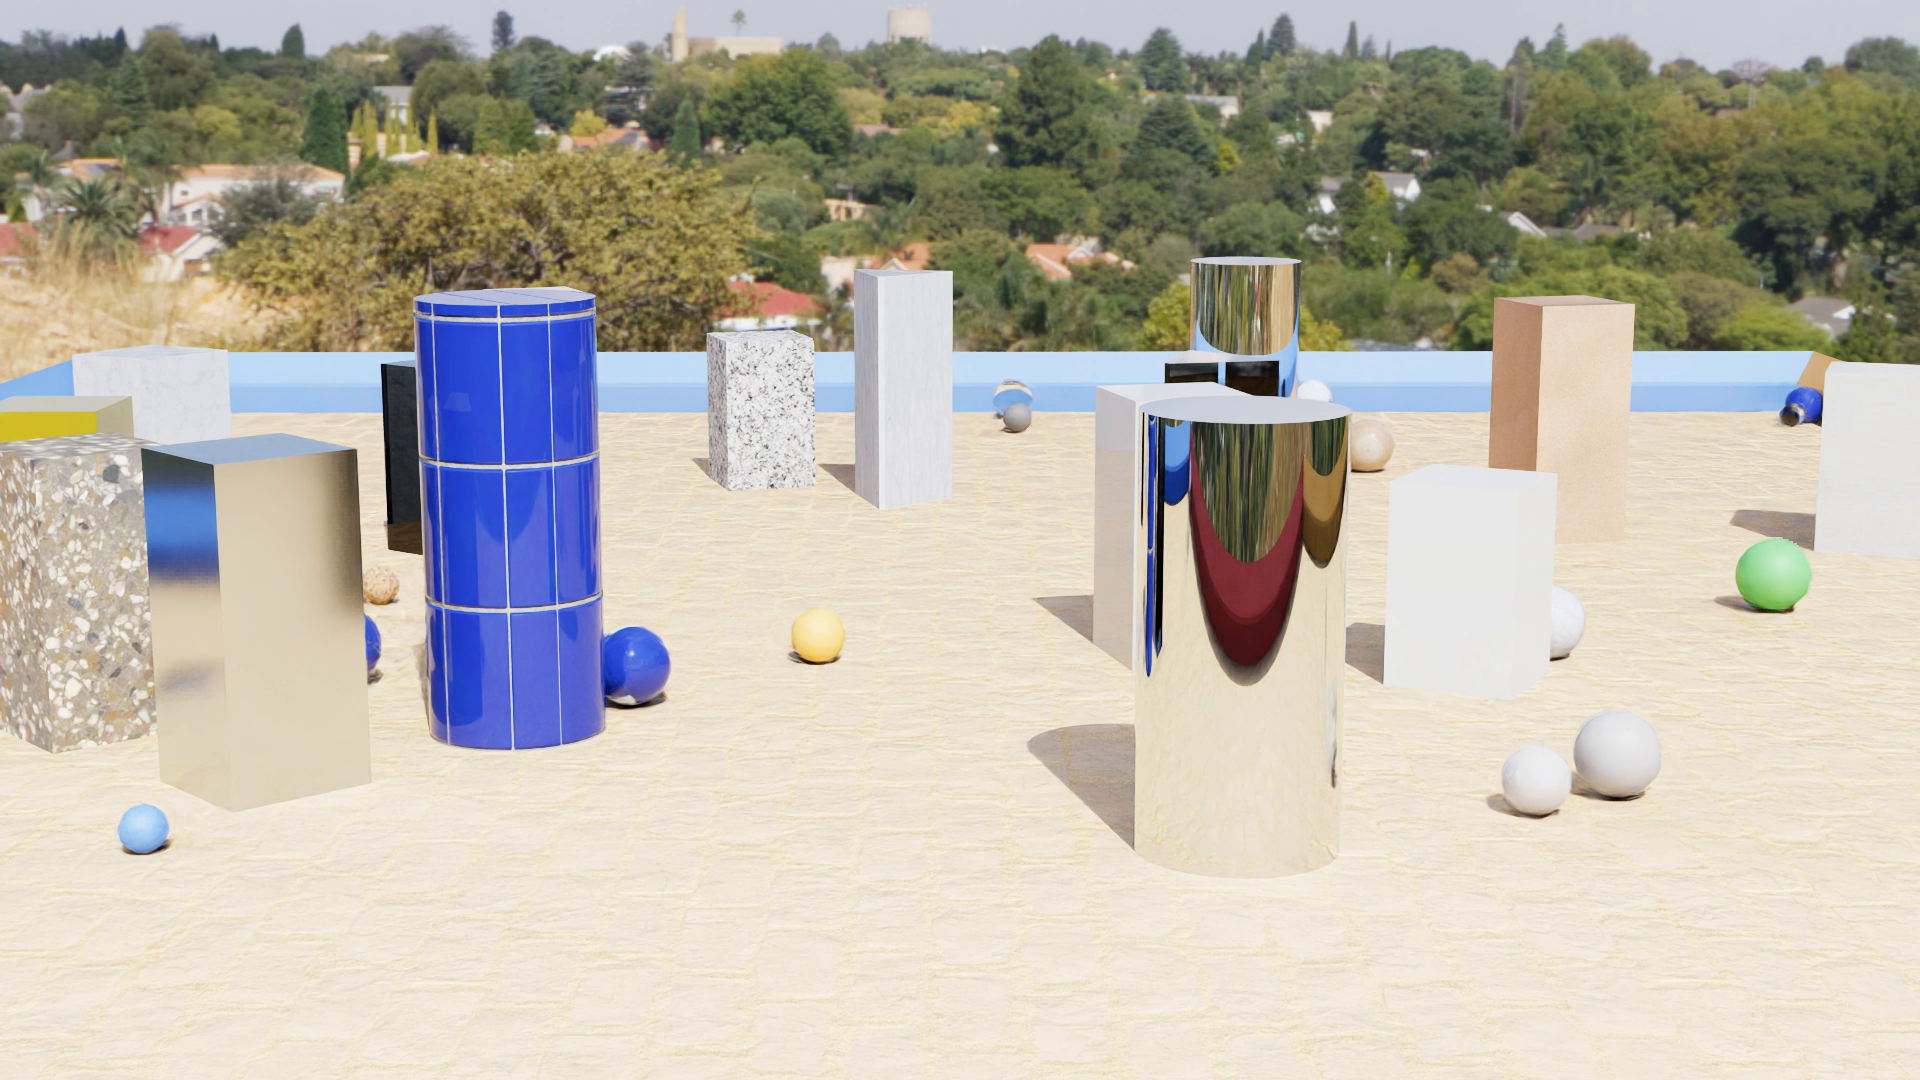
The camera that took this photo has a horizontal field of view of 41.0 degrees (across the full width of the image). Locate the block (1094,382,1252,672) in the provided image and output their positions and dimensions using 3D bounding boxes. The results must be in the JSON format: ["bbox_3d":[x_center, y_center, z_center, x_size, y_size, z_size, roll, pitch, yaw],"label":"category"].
[{"bbox_3d":[0.264,-0.020,3.177,0.155,0.330,0.155,-3,11,-15],"label":"block"}]

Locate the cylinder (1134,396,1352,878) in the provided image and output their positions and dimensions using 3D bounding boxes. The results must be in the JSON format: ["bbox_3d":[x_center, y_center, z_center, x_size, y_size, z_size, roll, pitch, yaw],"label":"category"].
[{"bbox_3d":[0.260,0.085,2.379,0.194,0.416,0.194,0,11,0],"label":"cylinder"}]

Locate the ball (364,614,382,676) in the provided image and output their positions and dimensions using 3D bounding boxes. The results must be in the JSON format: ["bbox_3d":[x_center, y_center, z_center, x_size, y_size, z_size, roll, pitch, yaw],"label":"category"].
[{"bbox_3d":[-0.732,0.126,3.037,0.095,0.095,0.095,0,11,0],"label":"ball"}]

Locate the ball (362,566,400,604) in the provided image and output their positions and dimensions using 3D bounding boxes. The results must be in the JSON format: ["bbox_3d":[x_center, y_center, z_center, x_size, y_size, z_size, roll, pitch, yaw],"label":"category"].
[{"bbox_3d":[-0.792,0.061,3.502,0.051,0.051,0.051,0,11,0],"label":"ball"}]

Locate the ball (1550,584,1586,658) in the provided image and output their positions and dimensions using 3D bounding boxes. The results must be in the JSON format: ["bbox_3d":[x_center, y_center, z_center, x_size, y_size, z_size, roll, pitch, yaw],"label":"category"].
[{"bbox_3d":[0.727,0.100,3.178,0.093,0.093,0.093,0,11,0],"label":"ball"}]

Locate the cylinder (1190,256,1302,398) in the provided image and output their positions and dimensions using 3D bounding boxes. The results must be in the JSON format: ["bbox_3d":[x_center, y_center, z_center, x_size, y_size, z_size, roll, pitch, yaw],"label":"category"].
[{"bbox_3d":[0.502,-0.301,4.538,0.194,0.385,0.194,0,11,0],"label":"cylinder"}]

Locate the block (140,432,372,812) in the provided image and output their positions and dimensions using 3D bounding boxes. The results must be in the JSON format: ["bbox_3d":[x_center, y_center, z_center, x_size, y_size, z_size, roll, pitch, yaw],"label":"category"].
[{"bbox_3d":[-0.713,0.078,2.603,0.155,0.347,0.155,-10,14,-42],"label":"block"}]

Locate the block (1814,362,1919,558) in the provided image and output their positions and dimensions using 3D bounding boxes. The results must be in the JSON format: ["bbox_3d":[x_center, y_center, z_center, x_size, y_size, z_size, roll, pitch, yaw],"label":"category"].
[{"bbox_3d":[1.392,-0.124,3.896,0.155,0.272,0.155,4,11,22],"label":"block"}]

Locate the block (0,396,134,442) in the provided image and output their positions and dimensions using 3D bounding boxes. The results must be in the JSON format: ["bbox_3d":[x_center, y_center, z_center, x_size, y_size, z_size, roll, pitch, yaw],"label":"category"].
[{"bbox_3d":[-1.164,-0.030,3.322,0.155,0.296,0.155,0,11,-1],"label":"block"}]

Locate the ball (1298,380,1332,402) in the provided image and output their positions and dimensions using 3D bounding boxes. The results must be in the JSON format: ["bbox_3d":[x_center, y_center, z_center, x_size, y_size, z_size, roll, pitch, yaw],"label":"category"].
[{"bbox_3d":[0.736,-0.296,5.355,0.077,0.077,0.077,0,11,0],"label":"ball"}]

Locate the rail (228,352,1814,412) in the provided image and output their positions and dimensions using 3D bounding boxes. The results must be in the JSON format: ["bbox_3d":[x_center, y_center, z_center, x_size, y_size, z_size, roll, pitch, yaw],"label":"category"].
[{"bbox_3d":[-0.011,-0.330,5.400,3.634,0.126,0.045,0,11,0],"label":"rail"}]

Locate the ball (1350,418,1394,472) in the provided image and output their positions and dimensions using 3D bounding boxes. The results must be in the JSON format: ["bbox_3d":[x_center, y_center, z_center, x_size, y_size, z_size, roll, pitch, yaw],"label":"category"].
[{"bbox_3d":[0.737,-0.171,4.632,0.096,0.096,0.096,0,11,0],"label":"ball"}]

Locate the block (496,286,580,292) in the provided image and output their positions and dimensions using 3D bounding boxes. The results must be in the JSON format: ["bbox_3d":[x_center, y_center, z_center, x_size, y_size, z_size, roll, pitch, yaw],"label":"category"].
[{"bbox_3d":[-0.768,-0.292,4.668,0.155,0.321,0.155,-5,11,-23],"label":"block"}]

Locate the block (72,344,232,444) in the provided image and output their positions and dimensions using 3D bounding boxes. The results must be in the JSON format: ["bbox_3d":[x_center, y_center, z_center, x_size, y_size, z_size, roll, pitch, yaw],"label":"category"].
[{"bbox_3d":[-1.195,-0.126,3.813,0.155,0.307,0.155,6,12,27],"label":"block"}]

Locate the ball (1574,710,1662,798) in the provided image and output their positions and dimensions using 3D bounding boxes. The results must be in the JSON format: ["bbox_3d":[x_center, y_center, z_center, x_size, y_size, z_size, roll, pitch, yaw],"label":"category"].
[{"bbox_3d":[0.661,0.215,2.578,0.087,0.087,0.087,0,11,0],"label":"ball"}]

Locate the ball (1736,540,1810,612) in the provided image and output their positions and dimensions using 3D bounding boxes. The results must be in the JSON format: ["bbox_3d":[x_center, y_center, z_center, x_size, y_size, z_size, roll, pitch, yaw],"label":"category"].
[{"bbox_3d":[1.094,0.048,3.451,0.097,0.097,0.097,0,11,0],"label":"ball"}]

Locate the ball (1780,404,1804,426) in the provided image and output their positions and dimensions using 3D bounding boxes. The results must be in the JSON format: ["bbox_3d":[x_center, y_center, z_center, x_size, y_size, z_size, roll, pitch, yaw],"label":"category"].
[{"bbox_3d":[1.690,-0.254,5.210,0.048,0.048,0.048,0,11,0],"label":"ball"}]

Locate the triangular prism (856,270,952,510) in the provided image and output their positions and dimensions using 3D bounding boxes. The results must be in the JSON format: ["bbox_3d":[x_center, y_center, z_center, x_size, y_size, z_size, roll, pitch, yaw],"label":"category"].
[{"bbox_3d":[-0.124,-0.259,4.319,0.145,0.384,0.168,10,14,43],"label":"triangular prism"}]

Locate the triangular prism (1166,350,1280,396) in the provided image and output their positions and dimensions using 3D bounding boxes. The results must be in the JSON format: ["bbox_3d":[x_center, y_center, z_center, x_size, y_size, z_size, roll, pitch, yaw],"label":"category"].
[{"bbox_3d":[0.351,-0.106,3.680,0.168,0.316,0.145,-3,11,-13],"label":"triangular prism"}]

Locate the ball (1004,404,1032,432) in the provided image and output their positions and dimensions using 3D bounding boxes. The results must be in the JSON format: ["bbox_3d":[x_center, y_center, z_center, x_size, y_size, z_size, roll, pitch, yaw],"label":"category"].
[{"bbox_3d":[0.115,-0.245,5.132,0.058,0.058,0.058,0,11,0],"label":"ball"}]

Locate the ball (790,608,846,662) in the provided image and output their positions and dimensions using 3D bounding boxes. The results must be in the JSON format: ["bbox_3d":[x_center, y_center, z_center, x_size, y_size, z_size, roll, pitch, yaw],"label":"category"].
[{"bbox_3d":[-0.175,0.117,3.158,0.067,0.067,0.067,0,11,0],"label":"ball"}]

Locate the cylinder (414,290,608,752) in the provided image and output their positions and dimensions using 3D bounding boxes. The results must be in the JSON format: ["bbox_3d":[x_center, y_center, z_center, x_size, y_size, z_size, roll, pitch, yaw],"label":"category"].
[{"bbox_3d":[-0.489,-0.026,2.801,0.194,0.479,0.194,0,11,0],"label":"cylinder"}]

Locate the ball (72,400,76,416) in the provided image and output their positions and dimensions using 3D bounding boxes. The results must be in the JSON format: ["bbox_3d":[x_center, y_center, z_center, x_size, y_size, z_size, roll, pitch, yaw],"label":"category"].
[{"bbox_3d":[-1.734,-0.269,5.161,0.096,0.096,0.096,0,11,0],"label":"ball"}]

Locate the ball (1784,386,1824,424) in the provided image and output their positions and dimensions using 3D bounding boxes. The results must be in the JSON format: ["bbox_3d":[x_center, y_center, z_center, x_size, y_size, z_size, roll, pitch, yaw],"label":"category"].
[{"bbox_3d":[1.729,-0.277,5.254,0.077,0.077,0.077,0,11,0],"label":"ball"}]

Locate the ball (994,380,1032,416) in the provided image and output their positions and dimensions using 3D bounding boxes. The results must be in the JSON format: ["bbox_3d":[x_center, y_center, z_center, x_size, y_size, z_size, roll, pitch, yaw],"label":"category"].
[{"bbox_3d":[0.110,-0.290,5.315,0.080,0.080,0.080,0,11,0],"label":"ball"}]

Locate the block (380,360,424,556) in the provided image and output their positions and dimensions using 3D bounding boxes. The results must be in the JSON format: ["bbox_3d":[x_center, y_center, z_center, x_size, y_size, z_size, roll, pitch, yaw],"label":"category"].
[{"bbox_3d":[-0.759,-0.127,3.883,0.155,0.284,0.155,8,13,36],"label":"block"}]

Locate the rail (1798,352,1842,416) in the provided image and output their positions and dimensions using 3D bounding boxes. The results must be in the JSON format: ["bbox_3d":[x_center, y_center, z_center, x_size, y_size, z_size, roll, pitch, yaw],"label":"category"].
[{"bbox_3d":[1.793,0.030,3.459,0.045,0.126,4.016,0,11,0],"label":"rail"}]

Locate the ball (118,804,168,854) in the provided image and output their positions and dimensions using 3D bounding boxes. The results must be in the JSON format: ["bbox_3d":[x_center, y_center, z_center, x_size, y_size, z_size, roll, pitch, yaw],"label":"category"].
[{"bbox_3d":[-0.763,0.270,2.396,0.046,0.046,0.046,0,11,0],"label":"ball"}]

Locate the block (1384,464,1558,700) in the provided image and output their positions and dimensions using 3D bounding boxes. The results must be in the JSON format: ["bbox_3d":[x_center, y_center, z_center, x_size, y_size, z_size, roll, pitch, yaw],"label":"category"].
[{"bbox_3d":[0.608,0.046,3.055,0.155,0.245,0.155,6,12,28],"label":"block"}]

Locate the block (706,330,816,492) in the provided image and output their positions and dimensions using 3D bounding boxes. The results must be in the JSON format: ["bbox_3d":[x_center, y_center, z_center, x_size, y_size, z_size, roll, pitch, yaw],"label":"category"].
[{"bbox_3d":[-0.350,-0.229,4.501,0.155,0.258,0.155,-3,11,-18],"label":"block"}]

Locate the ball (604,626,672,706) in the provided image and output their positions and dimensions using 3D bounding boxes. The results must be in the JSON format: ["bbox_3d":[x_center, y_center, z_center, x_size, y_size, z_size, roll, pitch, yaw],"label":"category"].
[{"bbox_3d":[-0.378,0.144,2.946,0.092,0.092,0.092,0,11,0],"label":"ball"}]

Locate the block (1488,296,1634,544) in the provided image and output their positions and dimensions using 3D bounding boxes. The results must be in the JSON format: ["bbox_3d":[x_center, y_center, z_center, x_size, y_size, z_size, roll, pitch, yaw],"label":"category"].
[{"bbox_3d":[0.930,-0.188,3.984,0.155,0.366,0.155,-3,11,-16],"label":"block"}]

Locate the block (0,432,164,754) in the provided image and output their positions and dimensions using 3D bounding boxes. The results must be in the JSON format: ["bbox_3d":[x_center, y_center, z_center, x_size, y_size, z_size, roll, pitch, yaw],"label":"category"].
[{"bbox_3d":[-0.964,0.053,2.820,0.155,0.317,0.155,-10,14,-42],"label":"block"}]

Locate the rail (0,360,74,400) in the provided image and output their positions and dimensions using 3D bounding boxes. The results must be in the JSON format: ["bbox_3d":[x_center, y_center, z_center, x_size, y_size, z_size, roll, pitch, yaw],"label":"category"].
[{"bbox_3d":[-1.793,0.034,3.439,0.045,0.126,4.016,0,11,0],"label":"rail"}]

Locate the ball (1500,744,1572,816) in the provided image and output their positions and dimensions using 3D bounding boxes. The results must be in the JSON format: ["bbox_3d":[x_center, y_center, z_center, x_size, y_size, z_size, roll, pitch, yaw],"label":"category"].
[{"bbox_3d":[0.565,0.236,2.517,0.069,0.069,0.069,0,11,0],"label":"ball"}]
